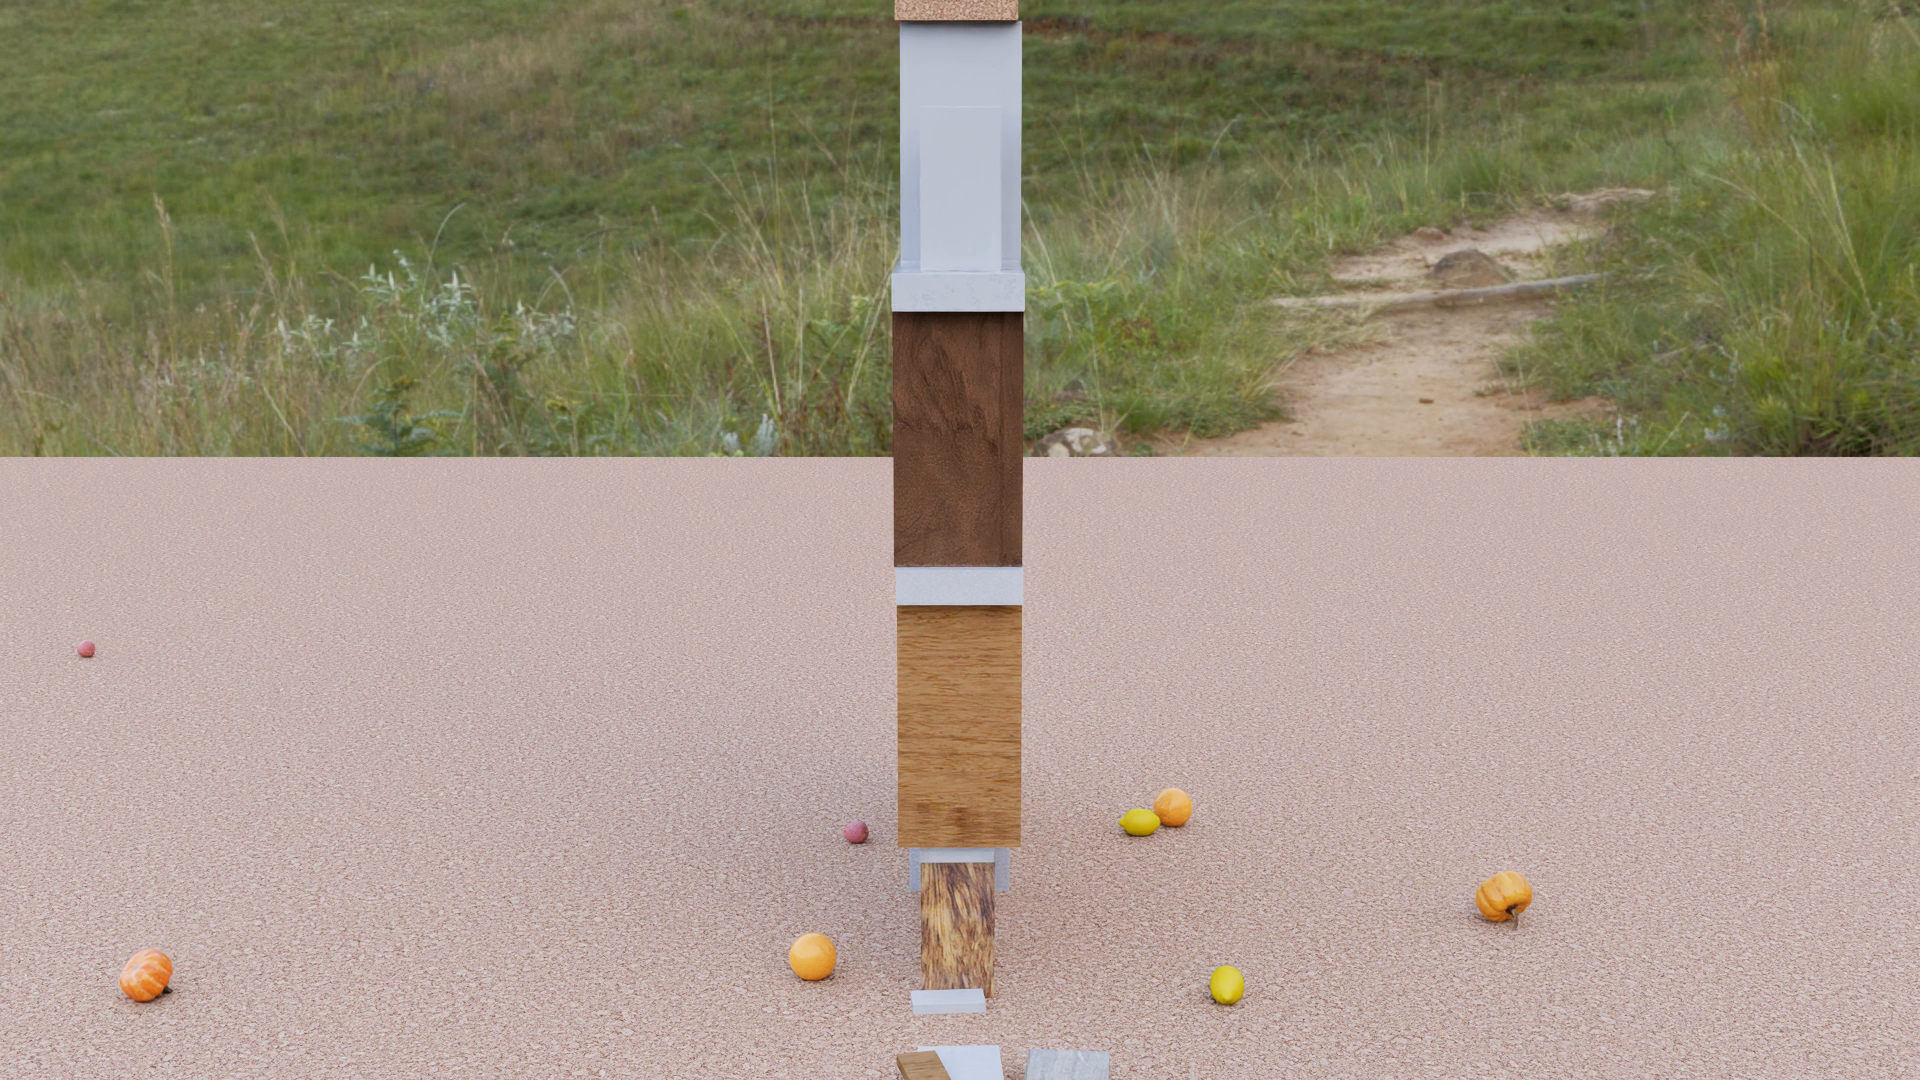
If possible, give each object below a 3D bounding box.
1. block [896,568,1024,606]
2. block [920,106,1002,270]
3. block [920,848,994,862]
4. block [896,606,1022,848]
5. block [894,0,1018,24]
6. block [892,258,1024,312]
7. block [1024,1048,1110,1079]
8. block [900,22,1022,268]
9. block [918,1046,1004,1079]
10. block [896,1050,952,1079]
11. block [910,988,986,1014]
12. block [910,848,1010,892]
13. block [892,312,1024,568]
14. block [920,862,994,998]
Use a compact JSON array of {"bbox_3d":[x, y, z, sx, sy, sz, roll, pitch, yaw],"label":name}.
[{"bbox_3d":[-0.001,0.033,3.206,0.175,0.050,0.351,0,11,0],"label":"block"},{"bbox_3d":[0.002,-0.477,2.987,0.110,0.220,0.031,0,12,0],"label":"block"},{"bbox_3d":[-0.005,0.429,3.270,0.108,0.030,0.215,0,11,-1],"label":"block"},{"bbox_3d":[-0.001,0.257,3.129,0.176,0.361,0.050,0,11,0],"label":"block"},{"bbox_3d":[-0.001,-0.761,3.153,0.168,0.048,0.336,0,11,1],"label":"block"},{"bbox_3d":[-0.003,-0.364,3.119,0.178,0.050,0.356,0,11,0],"label":"block"},{"bbox_3d":[0.137,0.724,2.863,0.110,0.031,0.220,1,11,5],"label":"block"},{"bbox_3d":[0.001,-0.552,3.075,0.168,0.336,0.048,0,11,0],"label":"block"},{"bbox_3d":[0.026,0.818,2.355,0.110,0.031,1.283,0,11,-2],"label":"block"},{"bbox_3d":[-0.047,0.698,2.877,0.053,0.015,0.105,-3,11,-13],"label":"block"},{"bbox_3d":[-0.017,0.670,3.195,0.105,0.015,0.053,-1,11,-5],"label":"block"},{"bbox_3d":[-0.001,0.420,3.673,0.167,0.334,0.047,0,11,0],"label":"block"},{"bbox_3d":[-0.003,-0.142,3.039,0.178,0.356,0.050,0,11,0],"label":"block"},{"bbox_3d":[-0.003,0.564,3.222,0.108,0.215,0.030,0,11,0],"label":"block"}]
